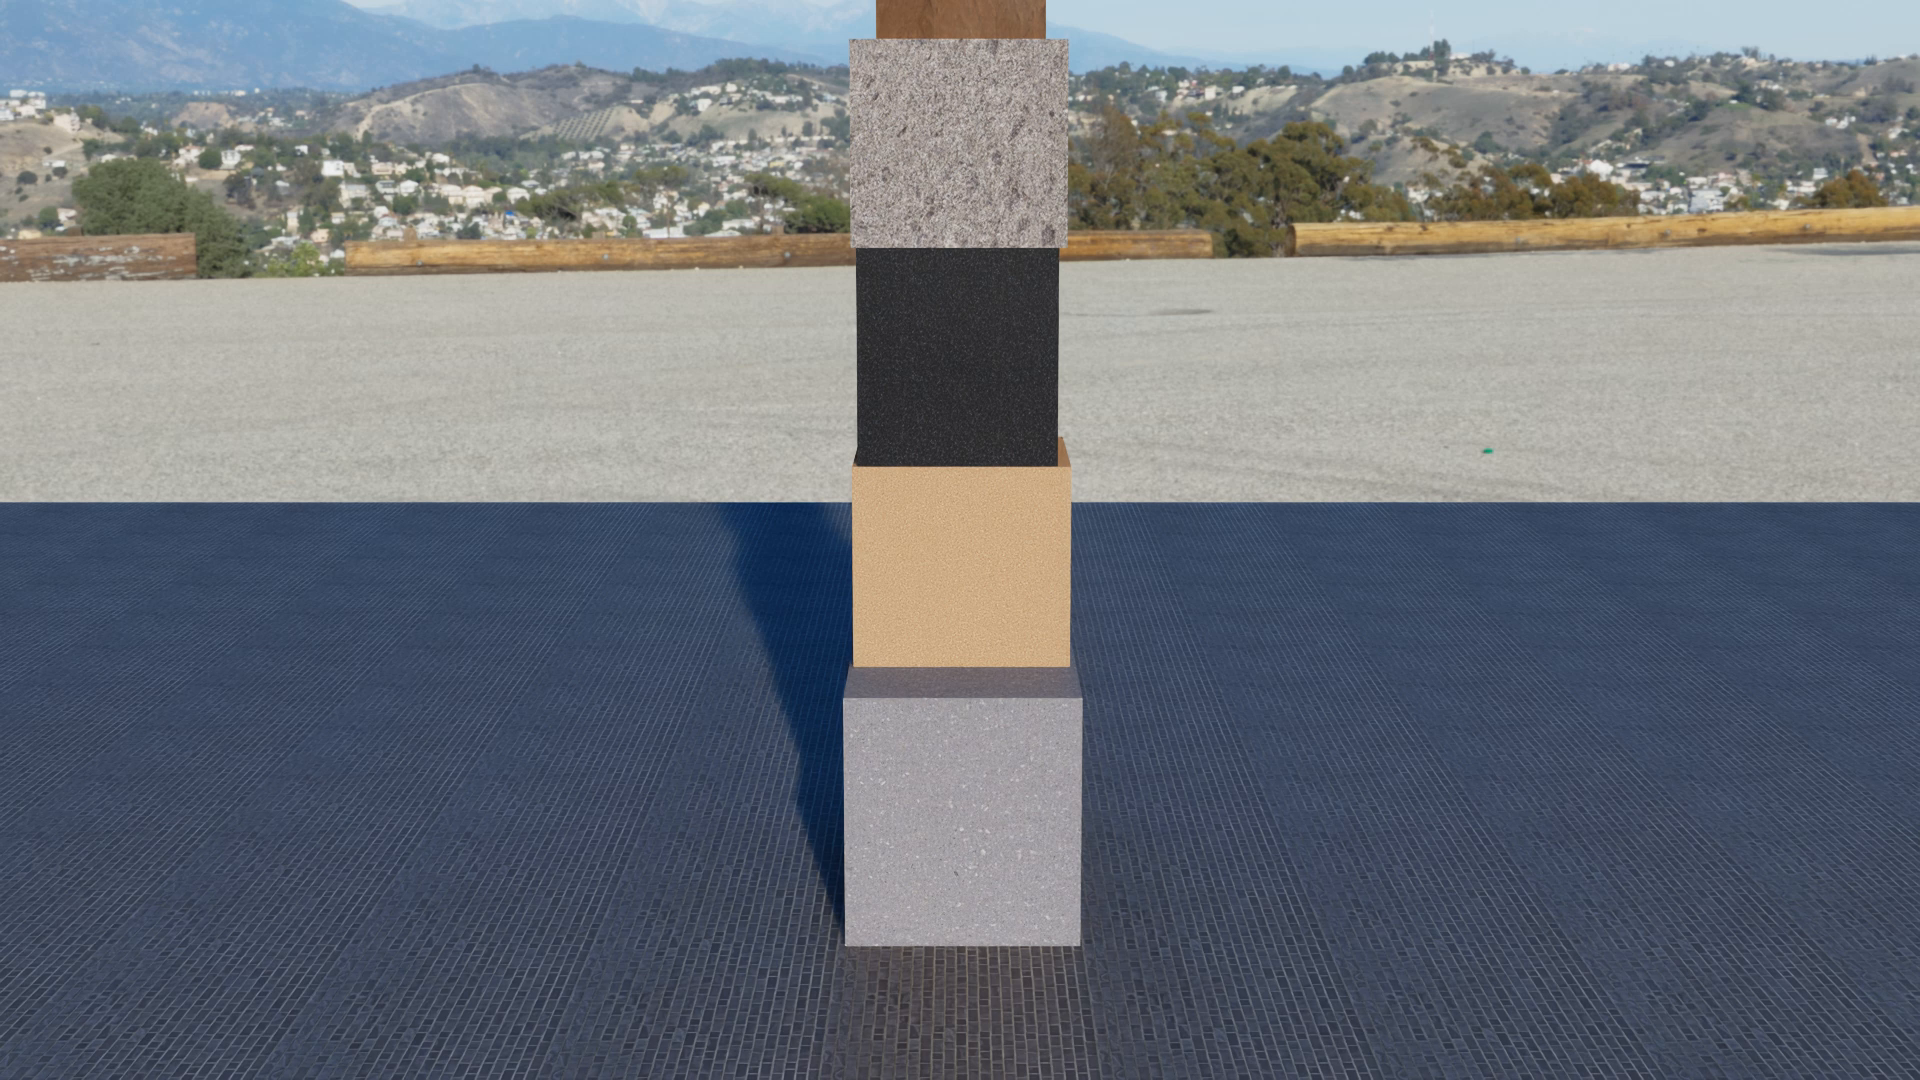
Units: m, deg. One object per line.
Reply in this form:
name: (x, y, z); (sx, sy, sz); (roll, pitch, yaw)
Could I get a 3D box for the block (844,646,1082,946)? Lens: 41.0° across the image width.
block: (0.011, 1.058, 10.843); (0.959, 1.039, 0.971); (0, 10, 0)

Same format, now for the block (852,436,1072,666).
block: (0.007, 0.035, 11.187); (0.913, 0.850, 0.913); (0, 10, 0)

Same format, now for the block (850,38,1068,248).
block: (-0.004, -1.690, 10.876); (0.890, 0.842, 0.849); (0, 10, 0)

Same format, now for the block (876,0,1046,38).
block: (0.004, -2.457, 10.738); (0.692, 0.717, 0.690); (0, 10, 0)

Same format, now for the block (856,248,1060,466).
block: (-0.010, -0.830, 11.031); (0.835, 0.906, 0.873); (0, 10, 0)

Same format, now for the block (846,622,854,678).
block: (-0.018, 0.912, 11.845); (0.970, 0.967, 1.033); (0, 10, 0)
